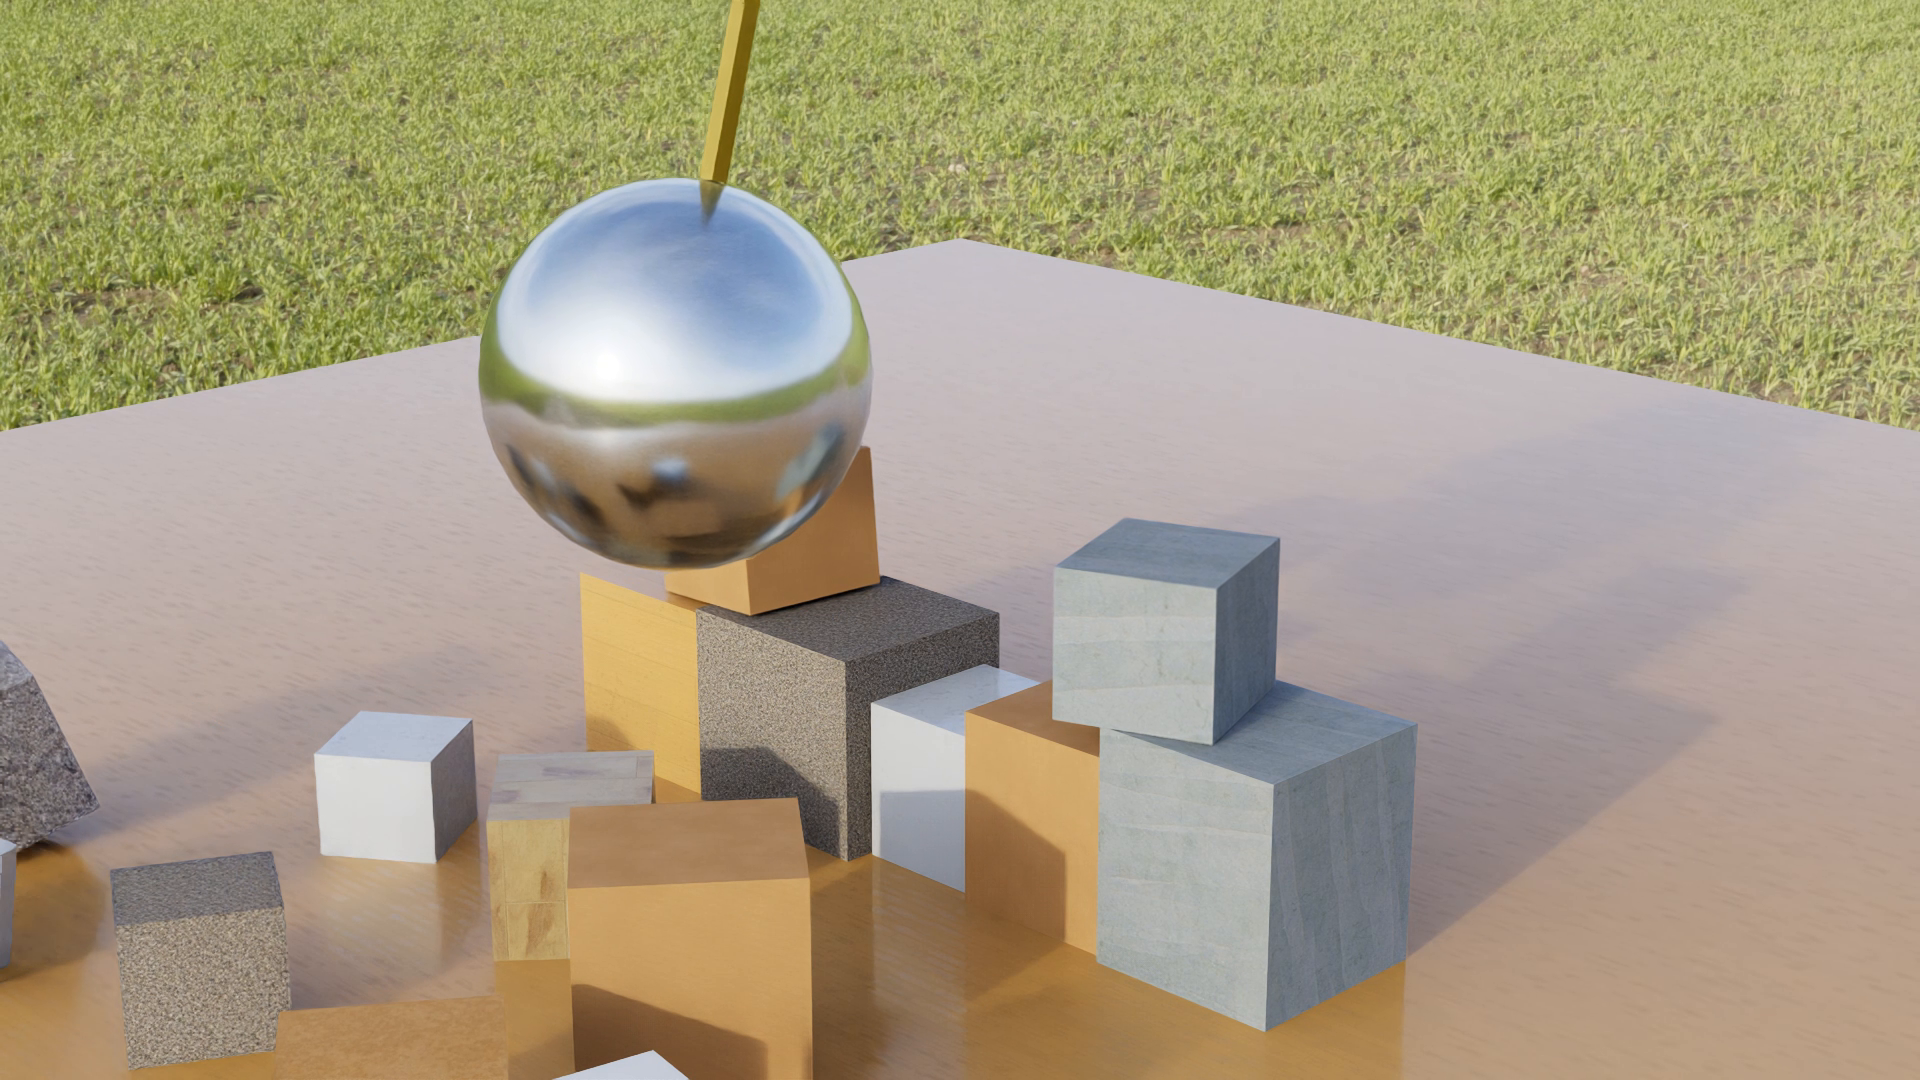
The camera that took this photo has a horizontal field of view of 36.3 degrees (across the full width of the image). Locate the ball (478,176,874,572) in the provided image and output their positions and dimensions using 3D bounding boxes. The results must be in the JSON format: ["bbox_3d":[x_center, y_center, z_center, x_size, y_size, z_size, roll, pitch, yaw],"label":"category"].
[{"bbox_3d":[-1.151,-0.671,11.924,1.600,1.600,1.600,0,17,0],"label":"ball"}]

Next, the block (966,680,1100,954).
[{"bbox_3d":[0.626,1.182,13.057,0.831,0.915,0.877,16,24,42],"label":"block"}]

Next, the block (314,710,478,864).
[{"bbox_3d":[-2.650,1.159,13.816,0.562,0.503,0.572,3,18,10],"label":"block"}]

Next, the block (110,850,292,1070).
[{"bbox_3d":[-3.078,1.698,11.901,0.649,0.624,0.576,-5,18,-16],"label":"block"}]

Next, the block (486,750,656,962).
[{"bbox_3d":[-1.689,1.376,12.881,0.690,0.651,0.764,-1,17,-4],"label":"block"}]

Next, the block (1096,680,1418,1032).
[{"bbox_3d":[1.252,1.290,12.432,0.928,1.085,0.957,17,24,42],"label":"block"}]

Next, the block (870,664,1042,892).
[{"bbox_3d":[0.086,1.098,13.591,0.741,0.756,0.659,-17,24,-42],"label":"block"}]

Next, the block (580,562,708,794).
[{"bbox_3d":[-1.247,0.611,14.835,0.917,0.939,0.949,-17,24,-42],"label":"block"}]

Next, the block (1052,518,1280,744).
[{"bbox_3d":[0.878,0.371,12.416,0.713,0.672,0.793,8,19,24],"label":"block"}]

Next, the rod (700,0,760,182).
[{"bbox_3d":[-0.499,-3.988,11.565,0.080,5.200,0.080,17,8,42],"label":"rod"}]

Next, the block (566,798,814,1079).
[{"bbox_3d":[-1.069,1.627,11.599,0.914,0.941,0.800,-2,18,-6],"label":"block"}]

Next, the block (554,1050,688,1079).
[{"bbox_3d":[-1.157,2.286,9.796,0.726,0.764,0.744,-11,21,-32],"label":"block"}]

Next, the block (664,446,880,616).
[{"bbox_3d":[-0.938,-0.100,14.266,0.767,0.675,0.736,-14,17,-36],"label":"block"}]

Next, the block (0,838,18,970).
[{"bbox_3d":[-4.413,1.544,12.287,0.619,0.580,0.592,18,22,17],"label":"block"}]

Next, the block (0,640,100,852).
[{"bbox_3d":[-4.540,0.994,13.669,0.629,0.742,0.661,-30,29,-22],"label":"block"}]

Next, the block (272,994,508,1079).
[{"bbox_3d":[-2.015,2.116,10.488,0.808,0.674,0.698,-3,18,-9],"label":"block"}]

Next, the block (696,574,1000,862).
[{"bbox_3d":[-0.537,0.806,14.141,0.994,0.982,1.061,-16,24,-42],"label":"block"}]
